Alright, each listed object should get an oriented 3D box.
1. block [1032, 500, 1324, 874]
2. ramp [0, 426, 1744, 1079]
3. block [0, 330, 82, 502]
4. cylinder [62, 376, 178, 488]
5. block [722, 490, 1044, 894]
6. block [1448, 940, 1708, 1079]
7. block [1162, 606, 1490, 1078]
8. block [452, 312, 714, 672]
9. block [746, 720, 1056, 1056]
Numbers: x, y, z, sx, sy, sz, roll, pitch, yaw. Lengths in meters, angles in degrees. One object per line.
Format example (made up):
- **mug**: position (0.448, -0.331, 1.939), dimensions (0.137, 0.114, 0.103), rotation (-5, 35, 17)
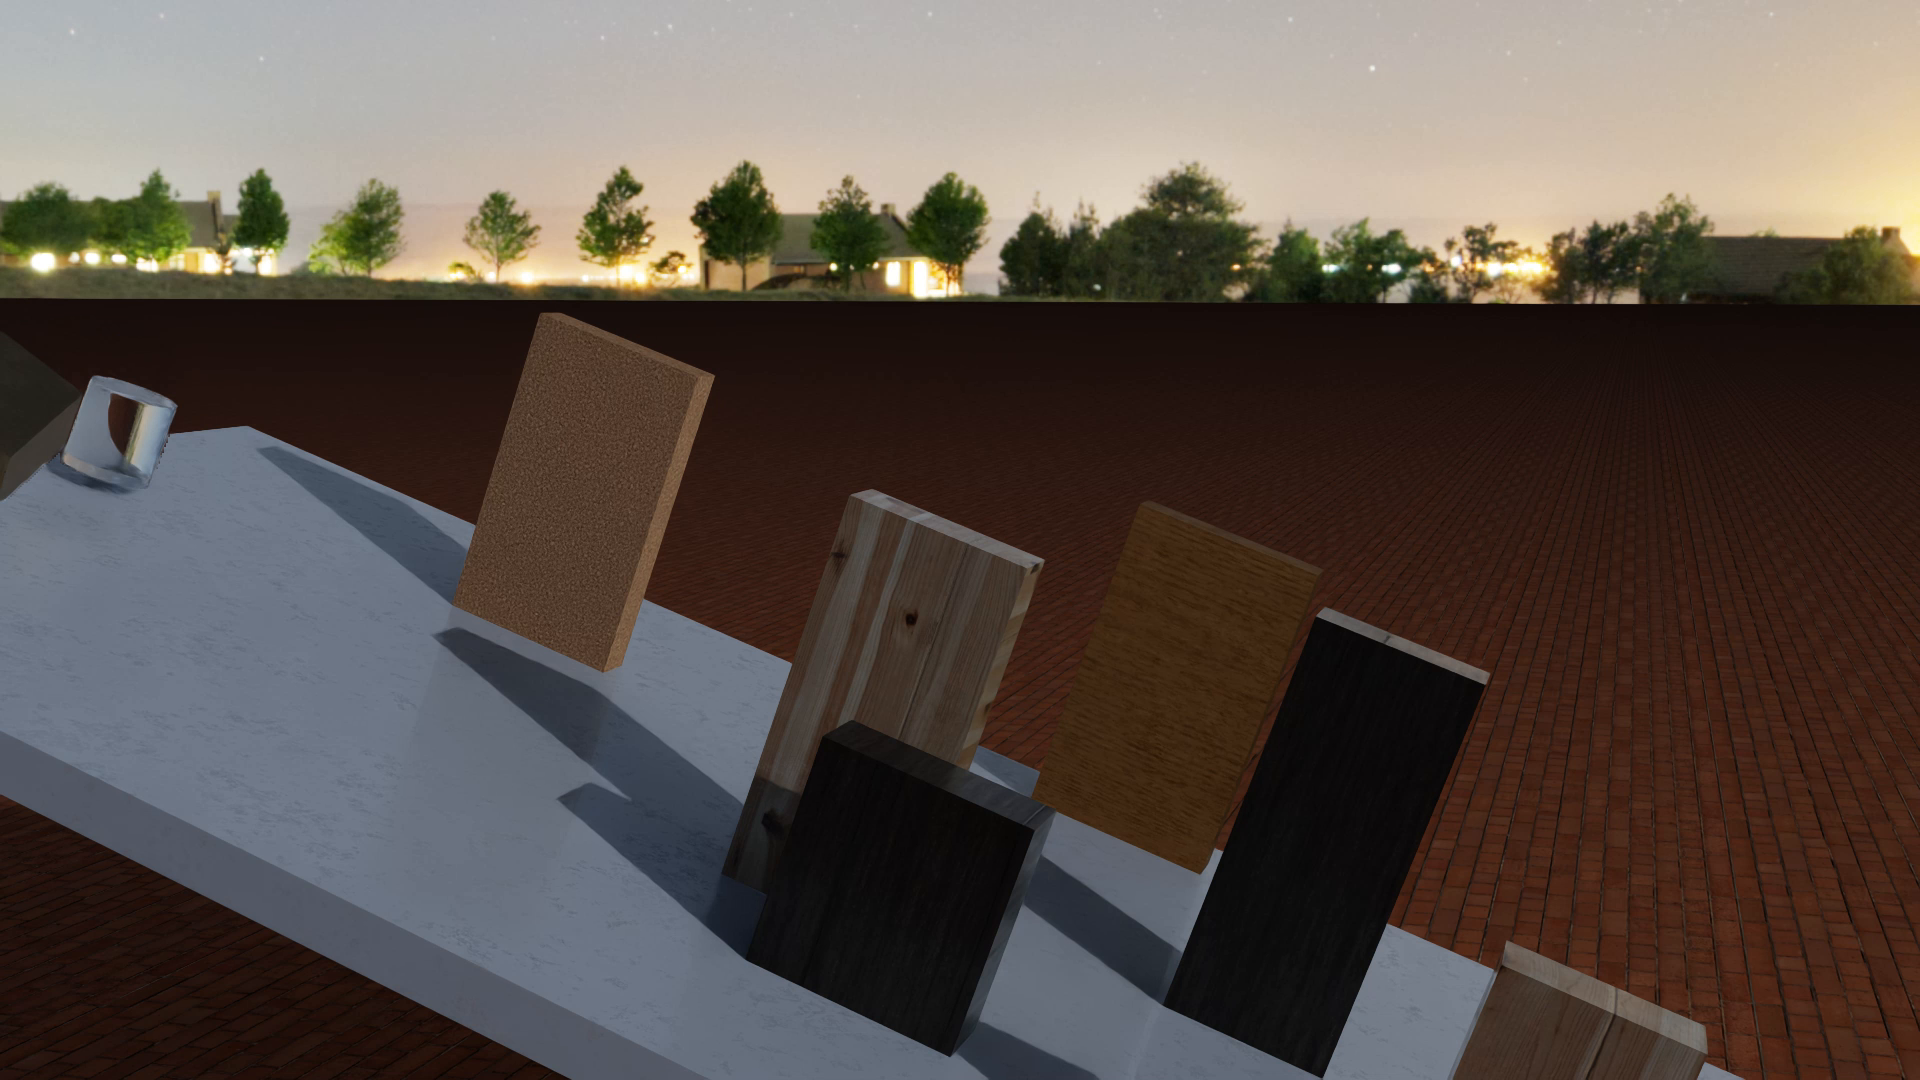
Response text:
- **block**: position (0.468, 0.320, 4.798), dimensions (0.408, 0.710, 0.092), rotation (22, 13, 14)
- **ramp**: position (-0.334, 0.611, 4.211), dimensions (4.000, 0.100, 2.000), rotation (22, 13, 14)
- **block**: position (-1.836, -0.232, 4.187), dimensions (0.200, 0.200, 0.200), rotation (-44, 10, 49)
- **cylinder**: position (-1.827, -0.235, 4.784), dimensions (0.187, 0.187, 0.187), rotation (22, 6, -3)
- **block**: position (-0.139, 0.314, 3.849), dimensions (0.335, 0.727, 0.115), rotation (22, 13, 14)
- **block**: position (0.755, 0.889, 2.983), dimensions (0.278, 0.616, 0.113), rotation (22, 13, 14)
- **block**: position (0.654, 0.543, 3.951), dimensions (0.312, 0.778, 0.118), rotation (22, 13, 14)
- **block**: position (-0.816, -0.104, 4.741), dimensions (0.385, 0.678, 0.089), rotation (22, 13, 14)
- **block**: position (-0.097, 0.563, 3.584), dimensions (0.375, 0.407, 0.137), rotation (22, 13, 14)
